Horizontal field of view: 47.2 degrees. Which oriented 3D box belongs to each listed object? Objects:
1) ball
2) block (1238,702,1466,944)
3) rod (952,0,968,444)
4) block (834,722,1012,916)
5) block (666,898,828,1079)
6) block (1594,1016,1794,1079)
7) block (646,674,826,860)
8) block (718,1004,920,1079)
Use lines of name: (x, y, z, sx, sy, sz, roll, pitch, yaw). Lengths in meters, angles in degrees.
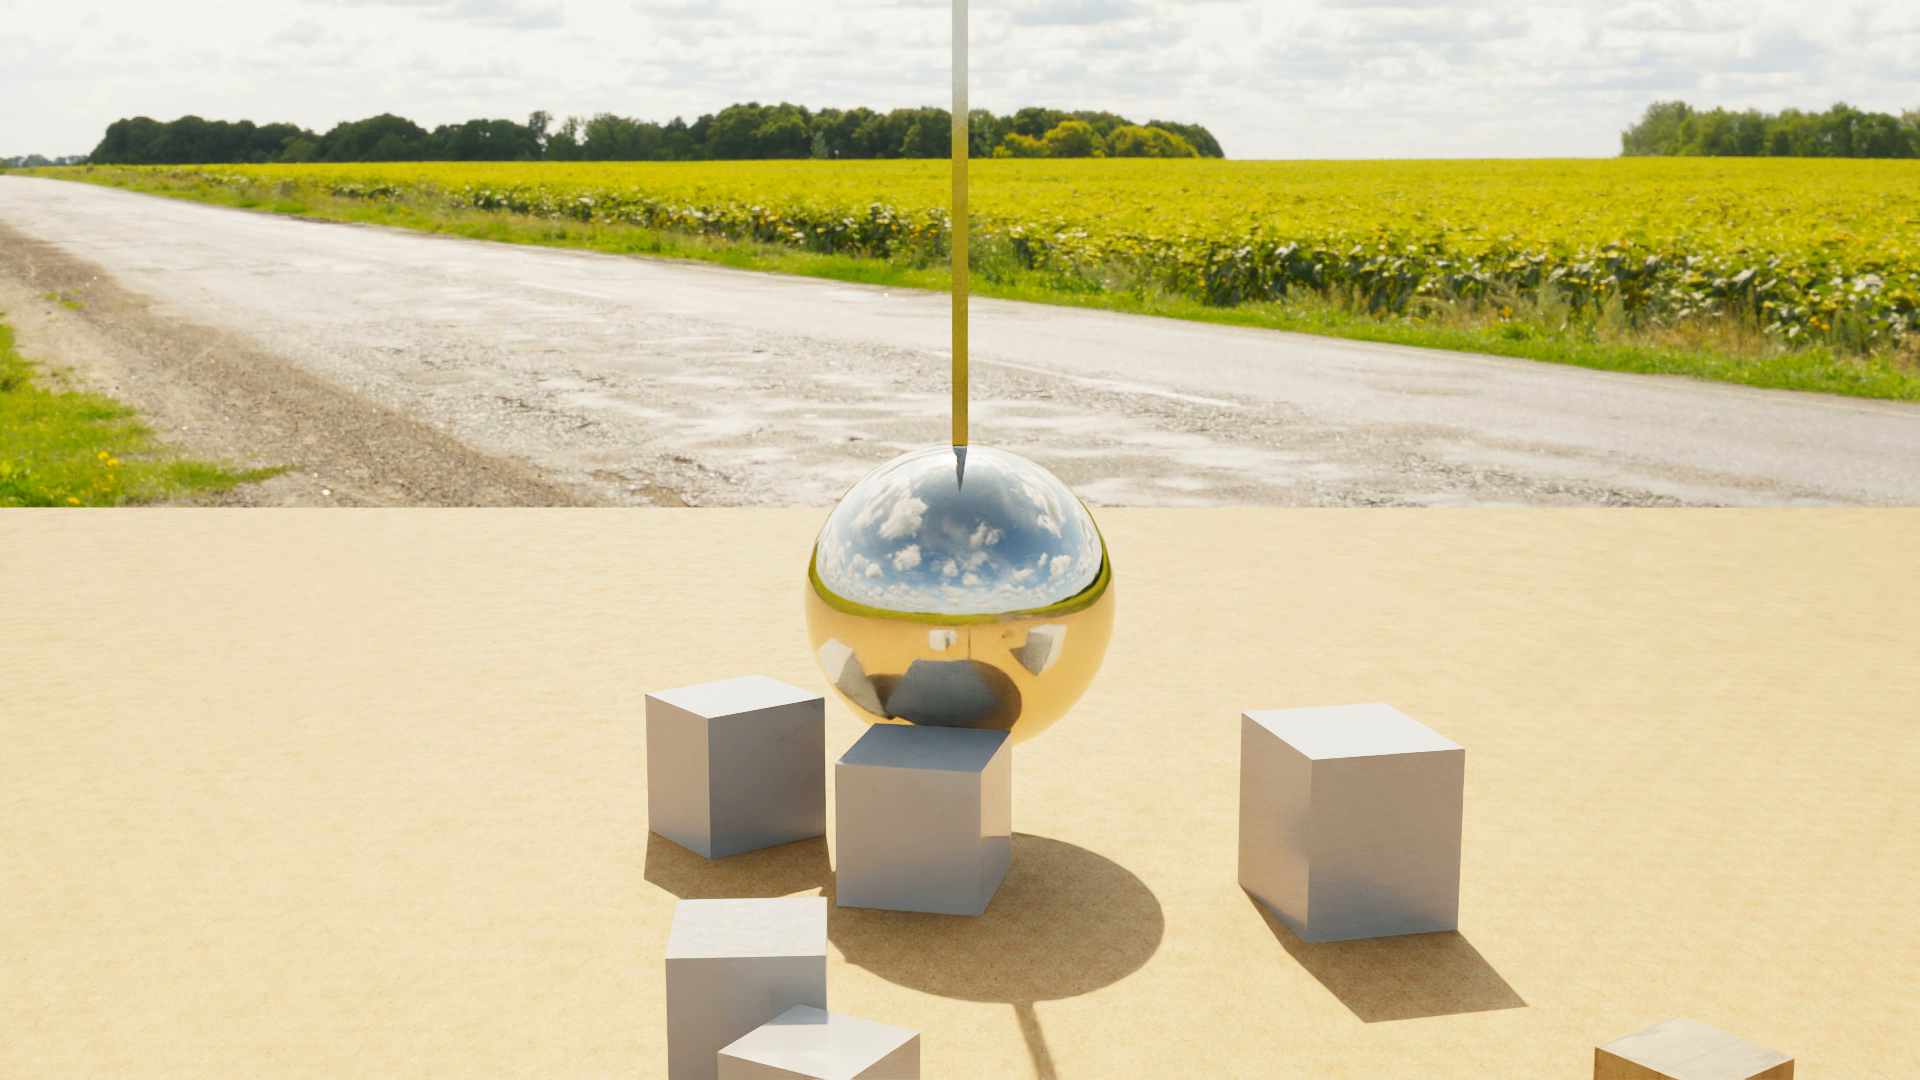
ball: (0.000, 0.302, 11.241, 1.600, 1.600, 1.600, 0, 10, 0)
block: (1.787, 1.283, 10.150, 0.731, 0.843, 0.841, -3, 11, -14)
rod: (0.000, -3.043, 10.630, 0.080, 5.200, 0.080, 0, 10, 0)
block: (-0.162, 1.312, 10.437, 0.685, 0.685, 0.733, 2, 11, 12)
block: (-0.770, 1.744, 8.092, 0.564, 0.674, 0.605, -1, 10, -3)
block: (2.517, 1.964, 7.575, 0.469, 0.424, 0.465, -7, 13, -36)
block: (-1.146, 1.145, 11.247, 0.687, 0.723, 0.619, -8, 13, -37)
block: (-0.475, 1.944, 7.492, 0.502, 0.495, 0.482, 6, 12, 30)
